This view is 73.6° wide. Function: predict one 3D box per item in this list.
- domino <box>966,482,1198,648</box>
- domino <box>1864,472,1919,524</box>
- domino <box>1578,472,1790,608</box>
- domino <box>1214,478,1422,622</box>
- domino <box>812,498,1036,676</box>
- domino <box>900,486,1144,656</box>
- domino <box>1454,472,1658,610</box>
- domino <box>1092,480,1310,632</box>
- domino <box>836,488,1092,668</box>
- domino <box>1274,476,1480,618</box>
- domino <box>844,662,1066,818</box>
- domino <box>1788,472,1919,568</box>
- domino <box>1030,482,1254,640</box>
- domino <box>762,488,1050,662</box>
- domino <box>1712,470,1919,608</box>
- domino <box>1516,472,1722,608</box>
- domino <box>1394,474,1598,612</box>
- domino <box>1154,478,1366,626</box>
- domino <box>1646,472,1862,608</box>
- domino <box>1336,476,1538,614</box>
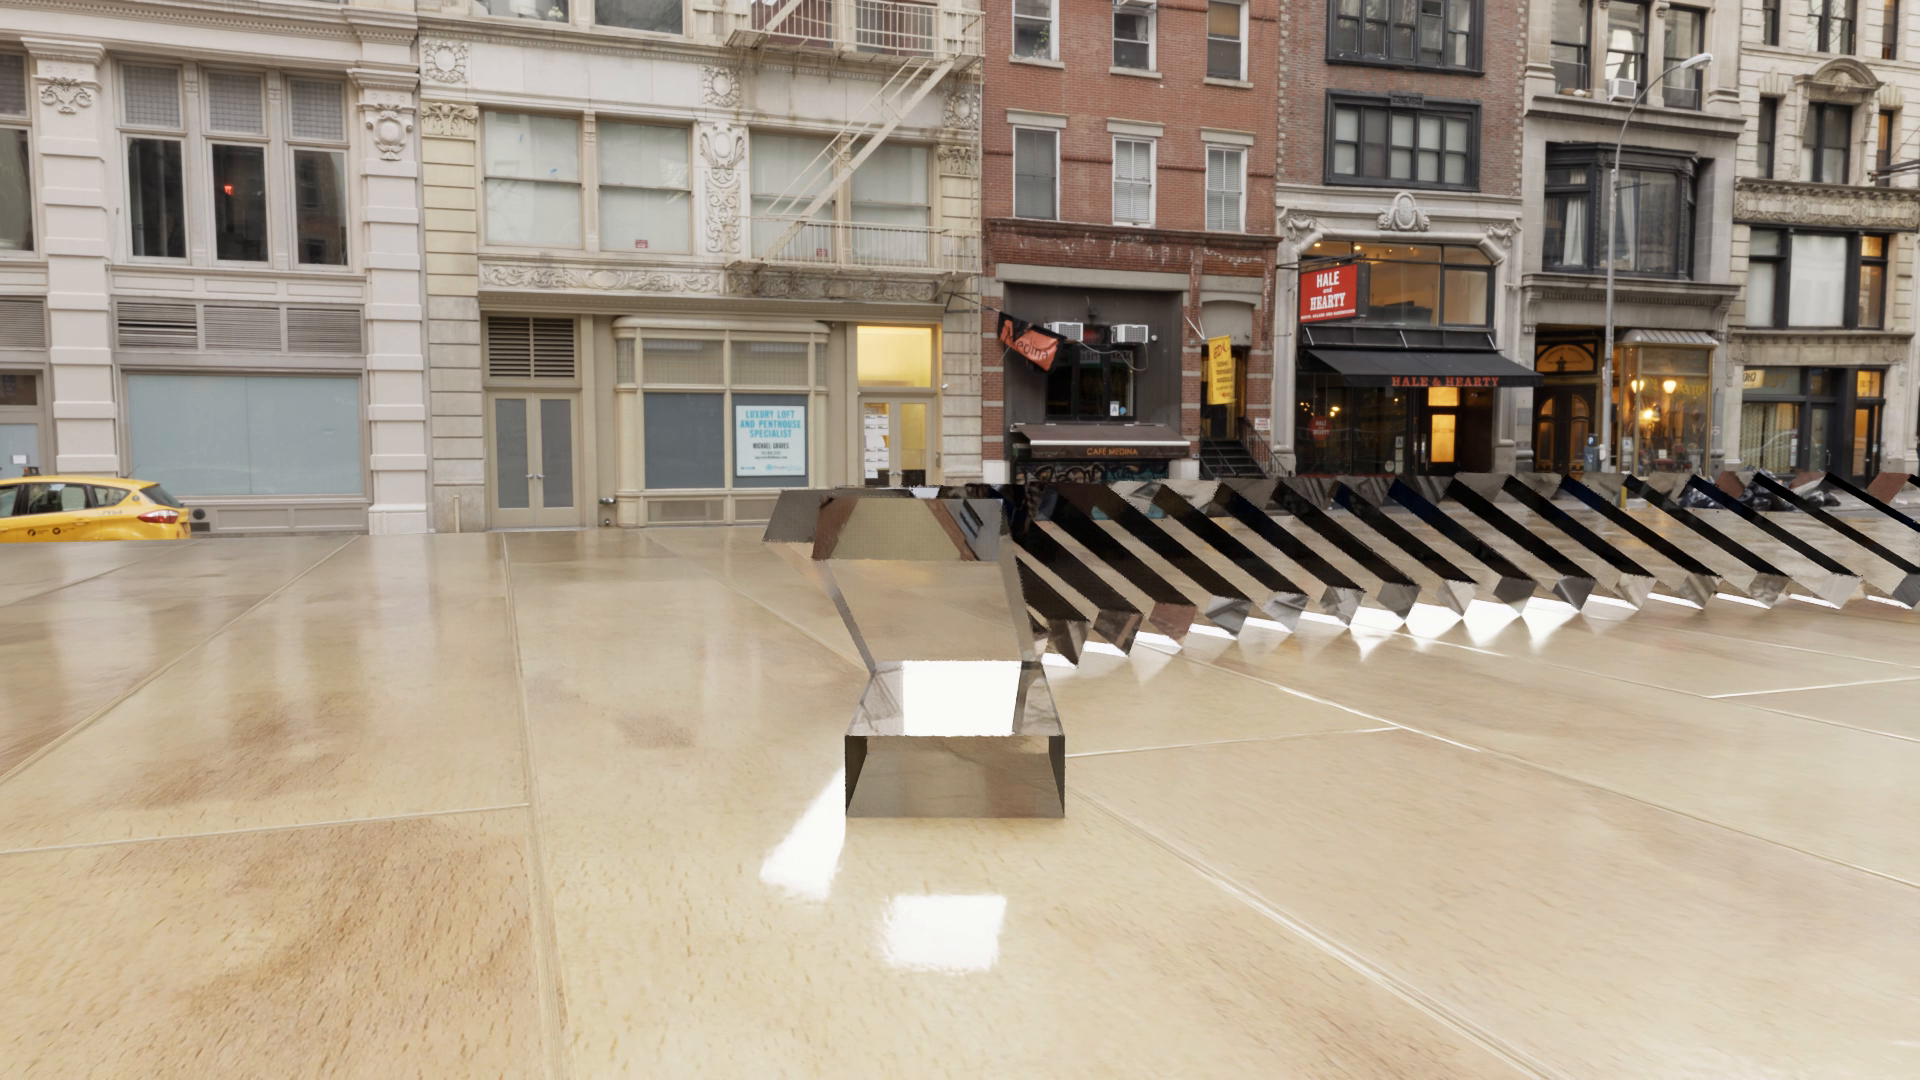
[{"bbox_3d":[0.024,0.005,0.265,0.050,0.009,0.025,36,-19,-34],"label":"domino"},{"bbox_3d":[0.265,0.000,0.334,0.050,0.009,0.025,35,15,14],"label":"domino"},{"bbox_3d":[0.191,-0.001,0.343,0.050,0.009,0.025,32,4,-1],"label":"domino"},{"bbox_3d":[0.084,0.002,0.310,0.050,0.009,0.025,33,-9,-22],"label":"domino"},{"bbox_3d":[-0.004,0.011,0.193,0.025,0.009,0.050,1,-29,9],"label":"domino"},{"bbox_3d":[0.011,0.006,0.251,0.025,0.009,0.050,4,-26,47],"label":"domino"},{"bbox_3d":[0.154,0.000,0.337,0.050,0.009,0.025,32,-1,-10],"label":"domino"},{"bbox_3d":[0.053,0.004,0.290,0.050,0.009,0.025,34,-12,-27],"label":"domino"},{"bbox_3d":[0.000,0.007,0.234,0.025,0.009,0.050,2,-28,42],"label":"domino"},{"bbox_3d":[0.101,0.001,0.318,0.050,0.009,0.025,32,-7,-19],"label":"domino"},{"bbox_3d":[0.000,0.025,0.171,0.025,0.010,0.050,0,4,1],"label":"domino"},{"bbox_3d":[0.248,-0.001,0.341,0.050,0.010,0.025,35,13,14],"label":"domino"},{"bbox_3d":[0.038,0.004,0.278,0.050,0.009,0.025,35,-15,-30],"label":"domino"},{"bbox_3d":[-0.008,0.008,0.216,0.025,0.009,0.050,1,-29,34],"label":"domino"},{"bbox_3d":[0.229,-0.001,0.344,0.050,0.009,0.025,34,10,9],"label":"domino"},{"bbox_3d":[0.173,0.000,0.342,0.050,0.010,0.025,32,2,-4],"label":"domino"},{"bbox_3d":[0.136,0.000,0.332,0.050,0.009,0.025,32,-4,-14],"label":"domino"},{"bbox_3d":[0.068,0.003,0.300,0.050,0.009,0.025,33,-11,-25],"label":"domino"},{"bbox_3d":[0.210,-0.001,0.344,0.050,0.009,0.025,33,7,3],"label":"domino"},{"bbox_3d":[0.118,0.001,0.325,0.050,0.009,0.025,32,-5,-17],"label":"domino"}]
